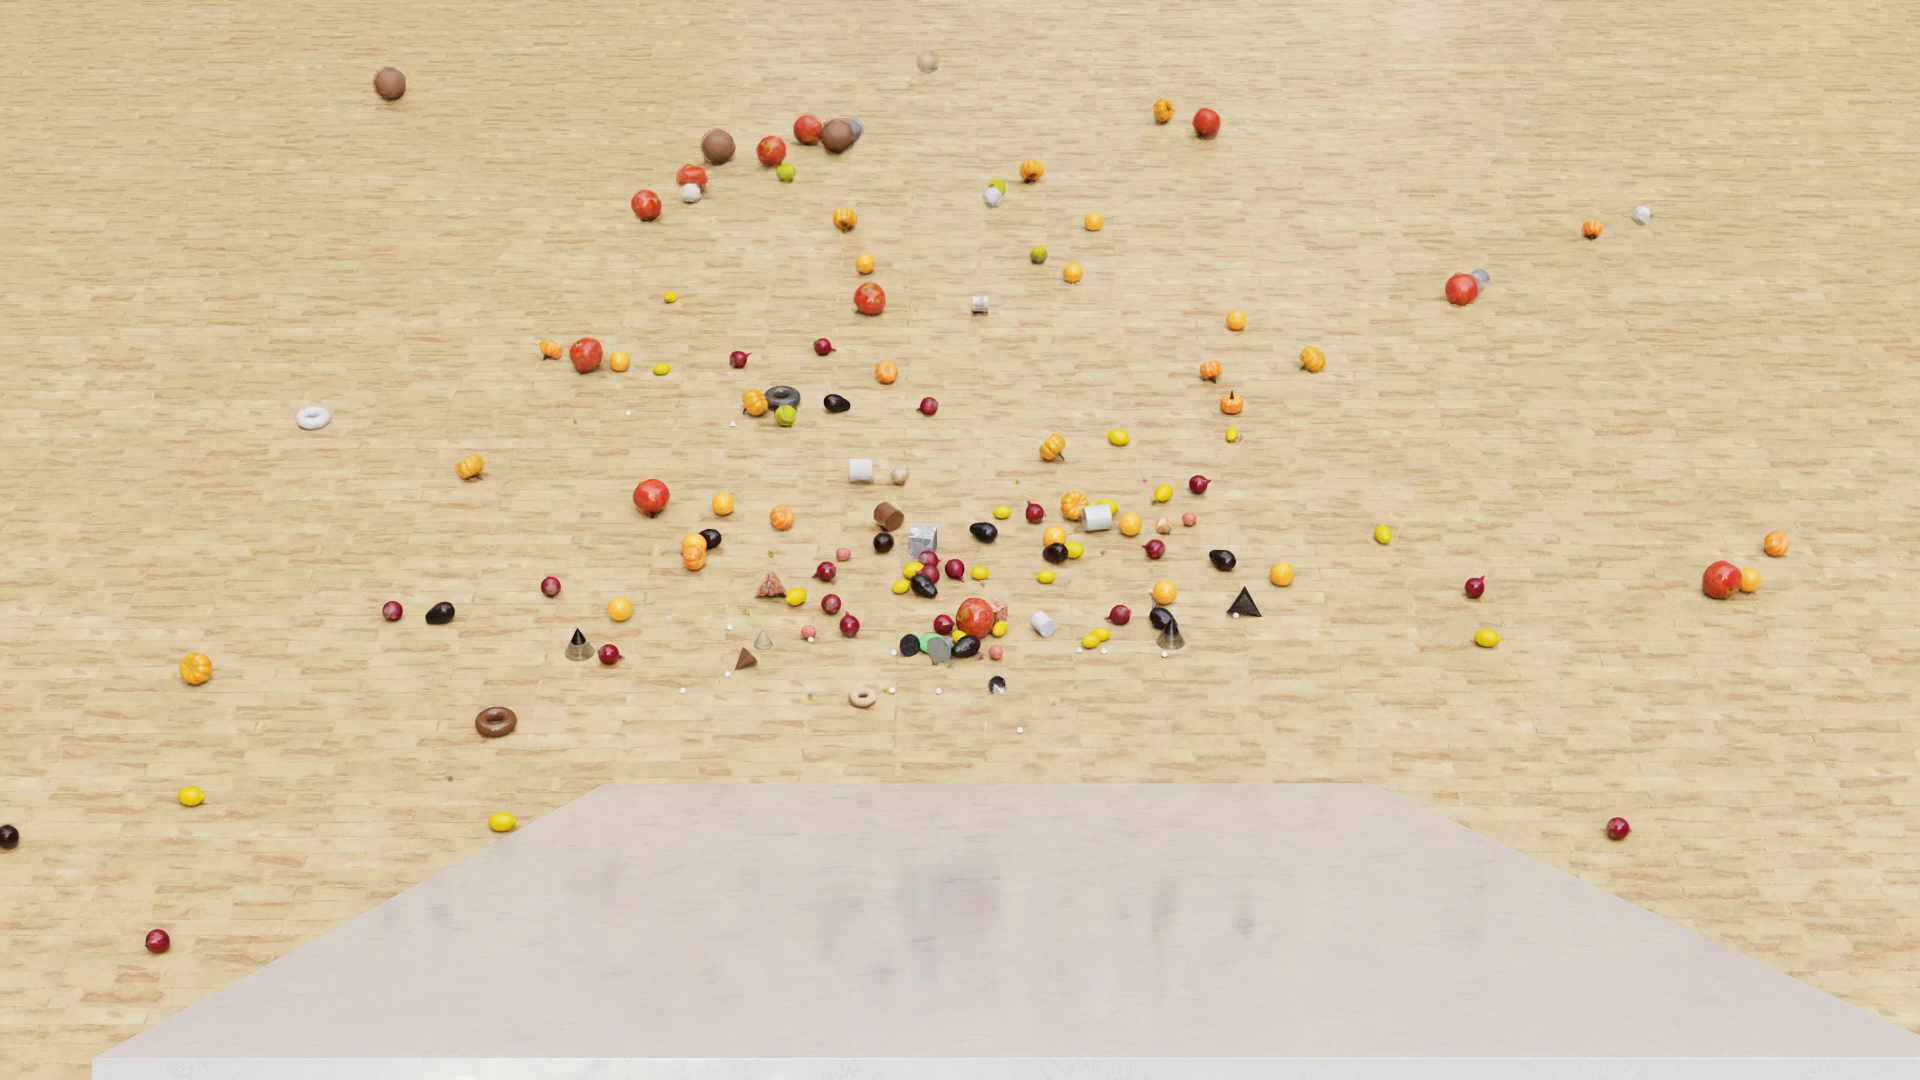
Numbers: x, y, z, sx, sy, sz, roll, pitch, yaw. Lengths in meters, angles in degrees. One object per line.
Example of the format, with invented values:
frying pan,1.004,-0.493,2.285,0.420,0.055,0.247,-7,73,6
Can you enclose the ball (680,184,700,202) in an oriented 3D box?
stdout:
ball,-1.021,-1.313,9.815,0.075,0.075,0.075,0,33,0

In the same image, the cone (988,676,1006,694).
cone,0.094,0.402,7.248,0.052,0.052,0.052,-13,9,-19

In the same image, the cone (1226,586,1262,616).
cone,0.840,0.197,7.543,0.094,0.094,0.094,35,40,3

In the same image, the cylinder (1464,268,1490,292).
cylinder,1.838,-0.924,9.229,0.067,0.067,0.067,22,39,29

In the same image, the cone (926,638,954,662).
cone,-0.039,0.294,7.367,0.079,0.079,0.079,19,33,27

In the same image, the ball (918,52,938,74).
ball,-0.133,-1.994,10.841,0.088,0.088,0.088,0,33,0

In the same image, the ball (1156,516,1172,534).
ball,0.623,-0.046,7.906,0.051,0.051,0.051,0,33,0

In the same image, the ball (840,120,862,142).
ball,-0.432,-1.620,10.271,0.087,0.087,0.087,0,33,0

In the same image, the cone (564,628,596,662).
cone,-1.084,0.284,7.369,0.088,0.088,0.088,0,33,0

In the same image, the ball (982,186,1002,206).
ball,0.123,-1.296,9.790,0.073,0.073,0.073,0,33,0

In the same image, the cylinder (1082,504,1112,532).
cylinder,0.417,-0.068,7.916,0.077,0.077,0.077,-6,34,-10

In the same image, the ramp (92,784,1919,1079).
ramp,0.074,0.643,4.764,2.000,0.100,4.000,0,-1,0

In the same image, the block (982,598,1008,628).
block,0.100,0.211,7.511,0.054,0.054,0.054,24,40,32

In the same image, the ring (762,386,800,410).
ring,-0.588,-0.468,8.558,0.125,0.042,0.125,-1,34,1

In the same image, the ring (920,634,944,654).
ring,-0.079,0.296,7.407,0.082,0.027,0.082,0,32,0

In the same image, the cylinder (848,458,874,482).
cylinder,-0.312,-0.219,8.152,0.070,0.070,0.070,6,32,-14

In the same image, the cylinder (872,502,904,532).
cylinder,-0.220,-0.071,7.929,0.067,0.067,0.067,-24,40,-31

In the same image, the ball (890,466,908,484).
ball,-0.190,-0.203,8.141,0.056,0.056,0.056,0,33,0

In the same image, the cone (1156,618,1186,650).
cone,0.604,0.256,7.415,0.085,0.085,0.085,0,33,0

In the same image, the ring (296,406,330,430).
ring,-2.109,-0.398,8.456,0.110,0.037,0.110,1,34,-1

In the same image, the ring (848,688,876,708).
ring,-0.270,0.436,7.194,0.077,0.026,0.077,1,33,-1

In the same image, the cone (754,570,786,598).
cone,-0.569,0.147,7.622,0.087,0.087,0.087,-32,37,1

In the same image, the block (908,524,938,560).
block,-0.112,0.006,7.806,0.074,0.074,0.074,5,34,8

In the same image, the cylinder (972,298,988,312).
cylinder,0.071,-0.823,9.087,0.054,0.054,0.054,-1,33,-2

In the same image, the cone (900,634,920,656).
cone,-0.157,0.297,7.402,0.065,0.065,0.065,-17,10,-24

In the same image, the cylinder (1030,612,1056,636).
cylinder,0.240,0.242,7.465,0.053,0.053,0.053,-18,38,-26

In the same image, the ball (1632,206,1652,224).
ball,2.542,-1.211,9.665,0.068,0.068,0.068,0,33,0

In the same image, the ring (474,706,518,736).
ring,-1.268,0.496,7.091,0.115,0.038,0.115,-1,32,0

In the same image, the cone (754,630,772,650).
cone,-0.563,0.276,7.411,0.056,0.056,0.056,0,33,0
